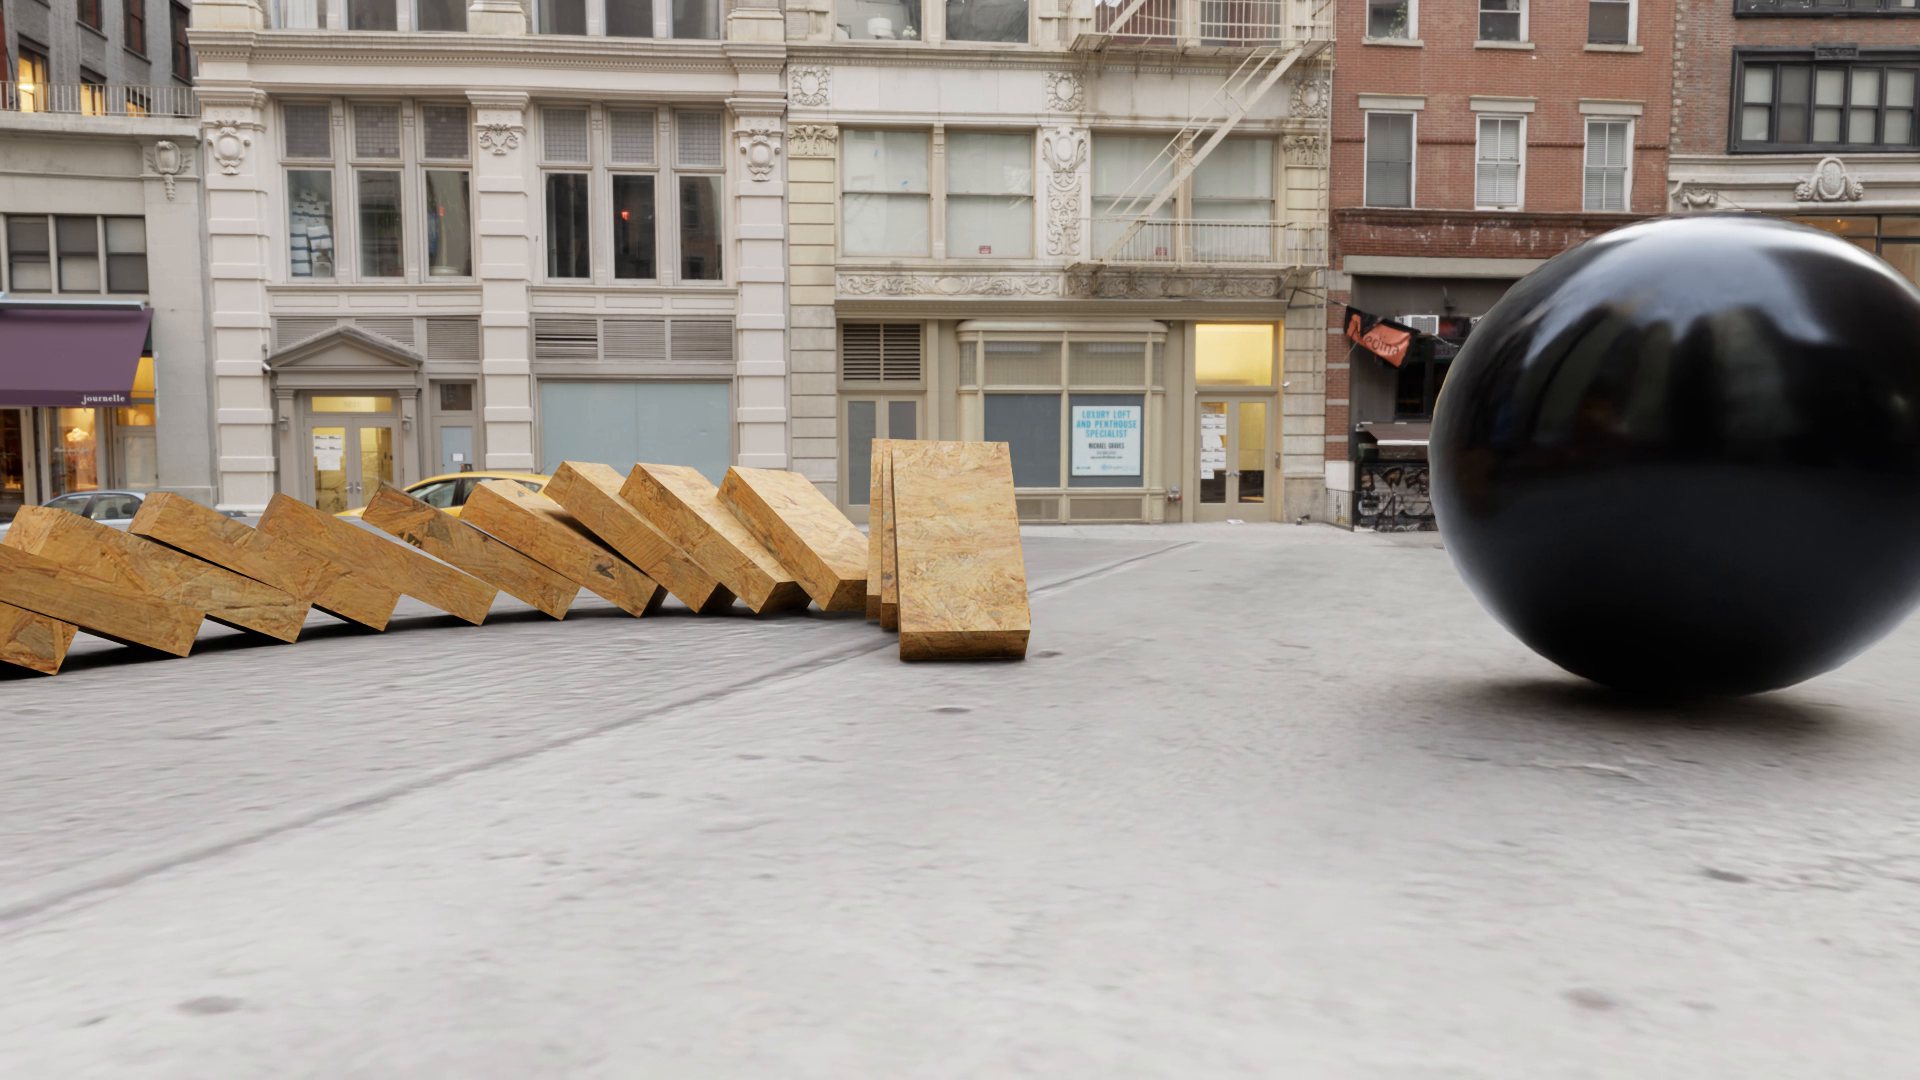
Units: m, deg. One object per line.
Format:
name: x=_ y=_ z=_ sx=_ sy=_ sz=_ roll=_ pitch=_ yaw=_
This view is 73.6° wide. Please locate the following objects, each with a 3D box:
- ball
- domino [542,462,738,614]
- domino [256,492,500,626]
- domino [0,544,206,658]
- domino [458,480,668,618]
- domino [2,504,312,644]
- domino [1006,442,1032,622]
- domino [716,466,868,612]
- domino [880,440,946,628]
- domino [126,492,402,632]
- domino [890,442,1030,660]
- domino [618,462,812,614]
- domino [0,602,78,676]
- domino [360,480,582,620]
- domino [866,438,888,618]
ball: x=0.120 y=-0.014 z=0.214 sx=0.080 sy=0.080 sz=0.080 roll=0 pitch=4 yaw=0
domino: x=-0.079 y=-0.001 z=0.328 sx=0.050 sy=0.009 sz=0.025 roll=37 pitch=7 yaw=7
domino: x=-0.136 y=0.004 z=0.299 sx=0.050 sy=0.009 sz=0.025 roll=30 pitch=-12 yaw=-30
domino: x=-0.176 y=0.009 z=0.245 sx=0.025 sy=0.009 sz=0.050 roll=3 pitch=-20 yaw=34
domino: x=-0.098 y=0.002 z=0.325 sx=0.050 sy=0.009 sz=0.025 roll=30 pitch=3 yaw=-3
domino: x=-0.165 y=0.008 z=0.265 sx=0.025 sy=0.009 sz=0.050 roll=4 pitch=-20 yaw=40
domino: x=0.000 y=0.000 z=0.280 sx=0.025 sy=0.050 sz=0.009 roll=0 pitch=-39 yaw=-6
domino: x=-0.038 y=-0.001 z=0.330 sx=0.025 sy=0.010 sz=0.050 roll=3 pitch=33 yaw=-51
domino: x=-0.006 y=-0.002 z=0.306 sx=0.025 sy=0.050 sz=0.009 roll=1 pitch=-39 yaw=-5
domino: x=-0.152 y=0.005 z=0.282 sx=0.050 sy=0.009 sz=0.025 roll=33 pitch=-20 yaw=-38
domino: x=-0.001 y=0.001 z=0.267 sx=0.025 sy=0.050 sz=0.010 roll=0 pitch=-39 yaw=-6
domino: x=-0.060 y=-0.001 z=0.328 sx=0.050 sy=0.010 sz=0.025 roll=38 pitch=14 yaw=17
domino: x=-0.188 y=0.010 z=0.225 sx=0.025 sy=0.010 sz=0.050 roll=3 pitch=-21 yaw=35
domino: x=-0.118 y=0.002 z=0.311 sx=0.050 sy=0.009 sz=0.025 roll=31 pitch=-9 yaw=-23
domino: x=-0.010 y=-0.003 z=0.319 sx=0.025 sy=0.050 sz=0.009 roll=2 pitch=-39 yaw=-4
